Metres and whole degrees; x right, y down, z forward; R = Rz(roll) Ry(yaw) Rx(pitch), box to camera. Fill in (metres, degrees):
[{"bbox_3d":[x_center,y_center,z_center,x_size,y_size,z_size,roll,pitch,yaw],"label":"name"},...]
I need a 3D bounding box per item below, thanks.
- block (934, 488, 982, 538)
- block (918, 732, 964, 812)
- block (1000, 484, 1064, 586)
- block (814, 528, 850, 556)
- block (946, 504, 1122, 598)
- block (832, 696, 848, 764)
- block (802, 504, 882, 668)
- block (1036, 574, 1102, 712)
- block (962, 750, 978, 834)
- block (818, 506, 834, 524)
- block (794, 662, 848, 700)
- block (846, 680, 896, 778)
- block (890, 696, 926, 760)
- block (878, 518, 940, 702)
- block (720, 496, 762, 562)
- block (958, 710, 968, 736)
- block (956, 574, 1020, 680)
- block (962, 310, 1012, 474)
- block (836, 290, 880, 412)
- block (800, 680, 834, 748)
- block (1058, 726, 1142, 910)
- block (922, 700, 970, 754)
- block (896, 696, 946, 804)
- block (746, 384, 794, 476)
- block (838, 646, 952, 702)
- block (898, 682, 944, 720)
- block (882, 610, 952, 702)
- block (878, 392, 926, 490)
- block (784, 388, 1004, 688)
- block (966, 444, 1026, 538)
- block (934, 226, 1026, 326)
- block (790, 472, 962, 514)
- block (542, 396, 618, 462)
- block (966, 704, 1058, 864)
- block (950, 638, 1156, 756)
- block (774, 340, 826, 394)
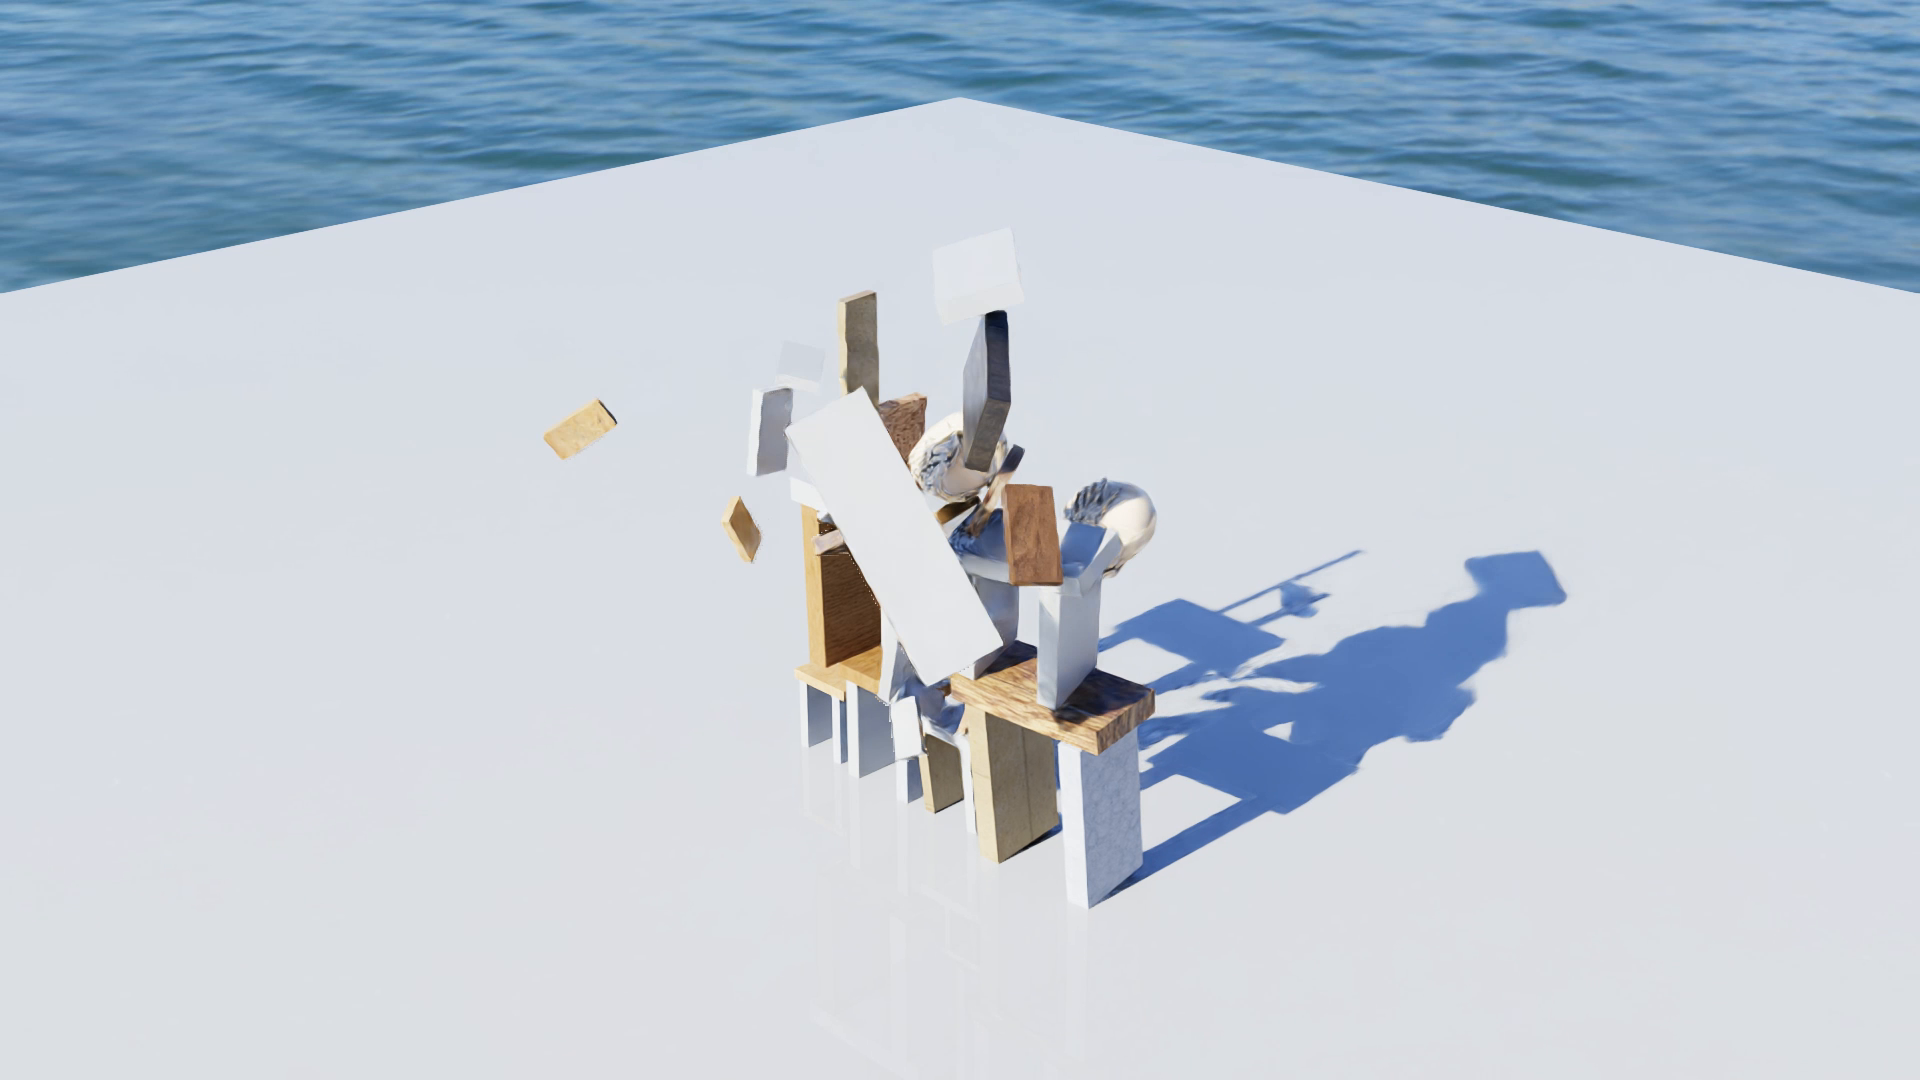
[{"bbox_3d":[-0.008,-0.040,4.082,0.099,0.028,0.198,-31,-9,-4],"label":"block"},{"bbox_3d":[-0.039,0.452,4.464,0.090,0.179,0.025,-21,21,-41],"label":"block"},{"bbox_3d":[0.121,-0.007,3.711,0.086,0.173,0.024,1,-19,-20],"label":"block"},{"bbox_3d":[-0.185,-0.002,3.883,0.099,0.028,0.198,-6,-5,-19],"label":"block"},{"bbox_3d":[0.121,0.017,3.884,0.291,0.041,0.145,11,41,32],"label":"block"},{"bbox_3d":[-0.232,0.389,4.645,0.022,0.155,0.077,21,31,41],"label":"block"},{"bbox_3d":[-0.235,0.071,4.505,0.174,0.347,0.049,-21,29,-41],"label":"block"},{"bbox_3d":[0.197,0.156,3.959,0.041,0.291,0.145,24,47,25],"label":"block"},{"bbox_3d":[0.049,0.487,4.383,0.090,0.179,0.025,-21,25,-41],"label":"block"},{"bbox_3d":[-0.201,-0.067,3.937,0.055,0.110,0.016,15,46,-41],"label":"block"},{"bbox_3d":[-0.269,0.294,4.645,0.155,0.022,0.077,21,31,41],"label":"block"},{"bbox_3d":[-0.183,0.377,4.589,0.111,0.221,0.031,-21,31,-40],"label":"block"},{"bbox_3d":[-0.101,0.365,4.265,0.057,0.114,0.016,-18,-22,26],"label":"block"},{"bbox_3d":[-0.098,0.135,4.058,0.024,0.568,0.086,33,61,13],"label":"block"},{"bbox_3d":[-0.366,-0.018,3.687,0.016,0.110,0.055,2,52,23],"label":"block"},{"bbox_3d":[0.034,0.327,4.317,0.016,0.114,0.057,38,40,25],"label":"block"},{"bbox_3d":[0.052,0.110,4.072,0.041,0.291,0.145,26,49,25],"label":"block"},{"bbox_3d":[0.045,-0.264,3.827,0.042,0.148,0.295,12,36,-10],"label":"block"},{"bbox_3d":[-0.195,-0.293,4.288,0.081,0.387,0.023,-24,35,-37],"label":"block"},{"bbox_3d":[-0.305,0.361,4.713,0.022,0.155,0.077,21,31,41],"label":"block"},{"bbox_3d":[0.265,0.498,4.119,0.049,0.349,0.175,18,34,37],"label":"block"},{"bbox_3d":[-0.007,0.372,4.390,0.090,0.025,0.179,-21,31,-40],"label":"block"},{"bbox_3d":[-0.080,0.417,4.494,0.111,0.221,0.031,-21,31,-41],"label":"block"},{"bbox_3d":[-0.346,-0.202,4.017,0.023,0.161,0.081,22,26,36],"label":"block"},{"bbox_3d":[-0.133,0.282,4.489,0.111,0.031,0.221,-21,31,-40],"label":"block"},{"bbox_3d":[-0.079,0.318,4.346,0.016,0.057,0.114,2,-10,43],"label":"block"},{"bbox_3d":[-0.073,0.134,4.350,0.174,0.347,0.049,-19,29,-37],"label":"block"},{"bbox_3d":[-0.114,-0.179,4.262,0.099,0.198,0.028,-21,34,-39],"label":"block"},{"bbox_3d":[-0.111,-0.004,3.693,0.148,0.492,0.042,-29,0,-8],"label":"block"},{"bbox_3d":[0.063,-0.085,3.865,0.024,0.173,0.086,29,51,0],"label":"block"},{"bbox_3d":[0.031,-0.466,3.866,0.148,0.042,0.295,-16,25,6],"label":"block"},{"bbox_3d":[-0.157,-0.081,4.350,0.174,0.049,0.347,-21,30,-40],"label":"block"},{"bbox_3d":[-0.618,-0.180,3.576,0.110,0.055,0.016,-32,29,7],"label":"block"},{"bbox_3d":[0.104,0.436,4.263,0.049,0.349,0.175,21,37,41],"label":"block"},{"bbox_3d":[0.171,0.288,4.104,0.349,0.049,0.175,18,36,38],"label":"block"},{"bbox_3d":[-0.293,-0.319,4.044,0.081,0.023,0.161,12,26,-6],"label":"block"}]
